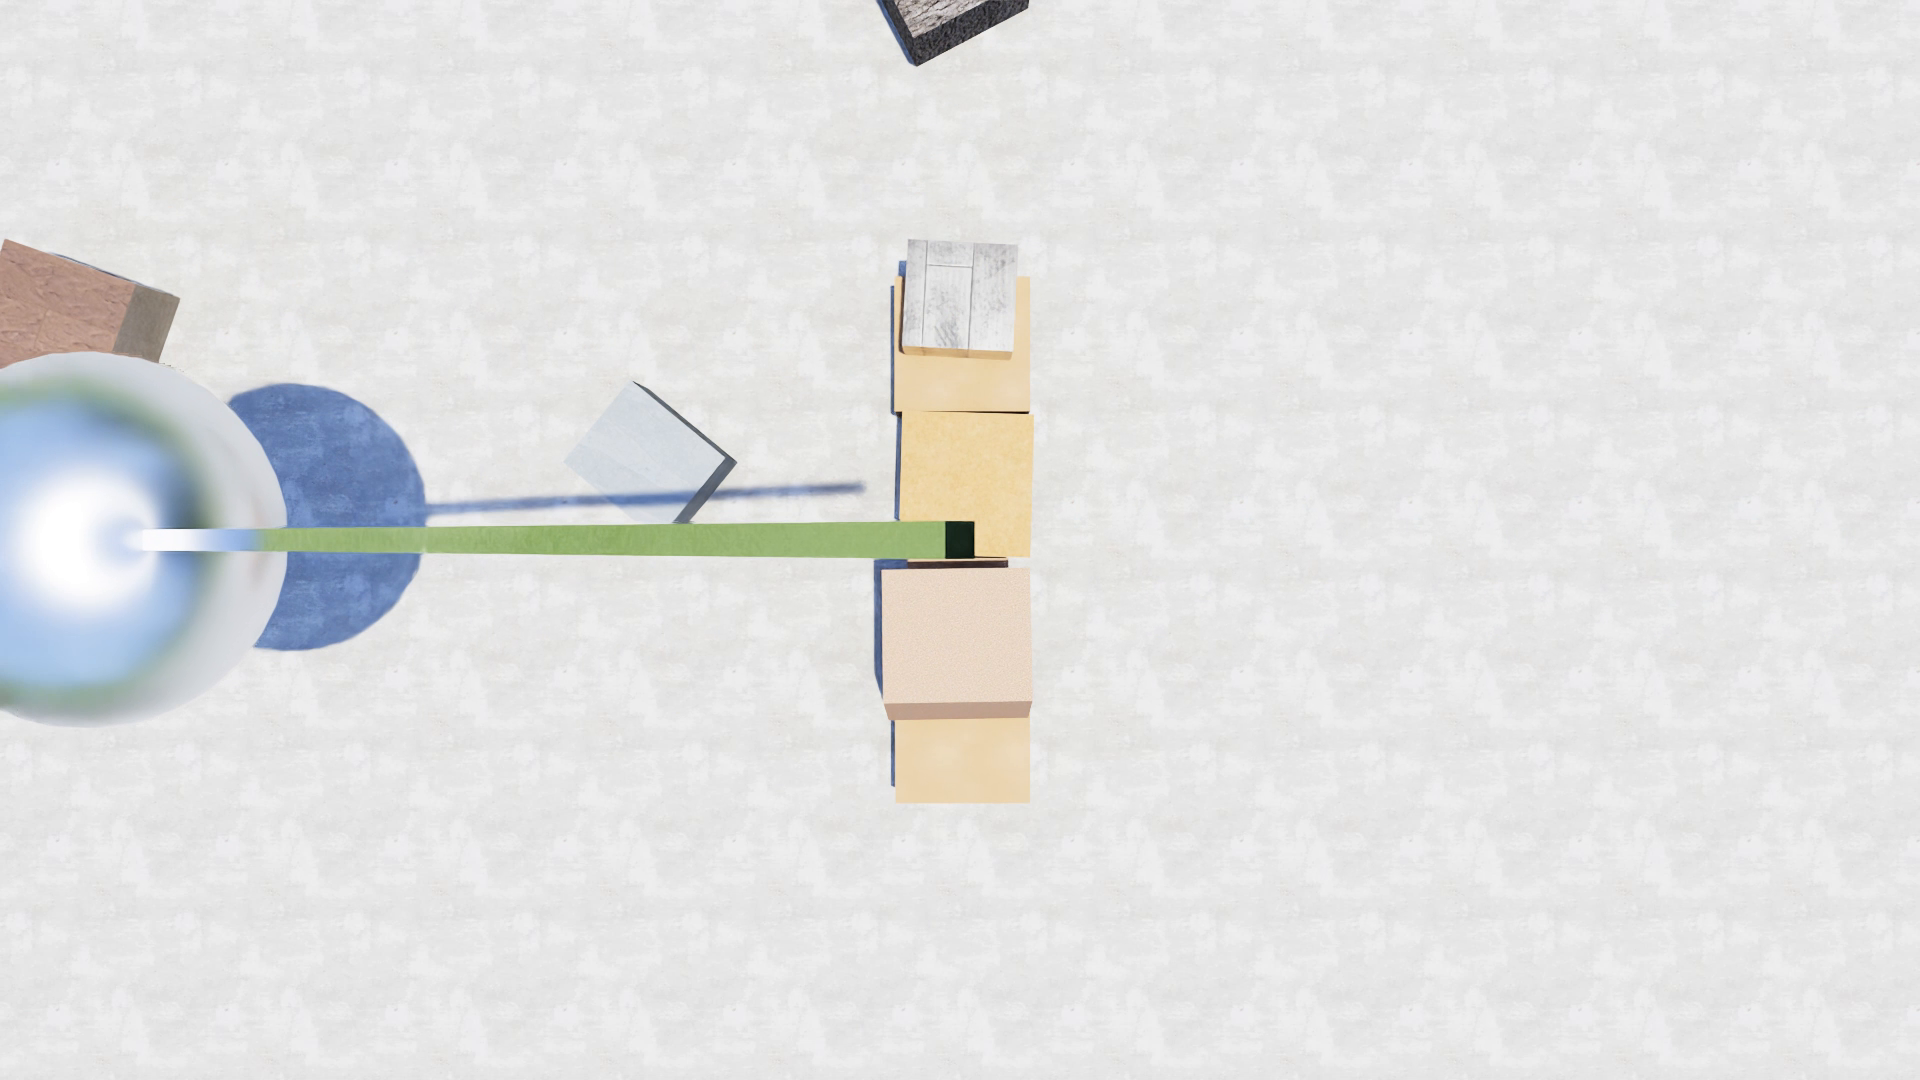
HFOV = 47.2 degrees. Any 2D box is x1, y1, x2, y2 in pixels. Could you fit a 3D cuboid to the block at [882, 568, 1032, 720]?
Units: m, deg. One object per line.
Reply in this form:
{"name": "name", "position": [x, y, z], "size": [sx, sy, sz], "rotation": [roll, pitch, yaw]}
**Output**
{"name": "block", "position": [-0.016, 0.575, 11.901], "size": [0.777, 0.879, 0.703], "rotation": [-1, 80, 0]}

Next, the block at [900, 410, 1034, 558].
{"name": "block", "position": [0.036, -0.310, 12.608], "size": [0.733, 0.784, 0.795], "rotation": [2, 90, 0]}

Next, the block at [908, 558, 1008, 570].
{"name": "block", "position": [-0.014, 0.410, 12.699], "size": [0.572, 0.602, 0.620], "rotation": [0, 90, 0]}

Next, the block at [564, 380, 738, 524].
{"name": "block", "position": [-1.764, -0.447, 12.640], "size": [0.686, 0.720, 0.594], "rotation": [39, 90, 0]}

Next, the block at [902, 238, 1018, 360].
{"name": "block", "position": [0.003, -1.310, 12.060], "size": [0.593, 0.596, 0.571], "rotation": [3, 90, 0]}

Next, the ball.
{"name": "ball", "position": [-3.685, 0.000, 9.337], "size": [1.600, 1.600, 1.600], "rotation": [0, 90, 0]}

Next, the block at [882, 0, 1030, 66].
{"name": "block", "position": [-0.104, -3.308, 12.632], "size": [0.747, 0.736, 0.767], "rotation": [-28, 90, 0]}

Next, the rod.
{"name": "rod", "position": [-1.597, 0.000, 6.654], "size": [0.080, 5.200, 0.080], "rotation": [0, 90, -38]}

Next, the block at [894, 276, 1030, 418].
{"name": "block", "position": [0.014, -1.102, 12.679], "size": [0.762, 0.642, 0.757], "rotation": [0, 90, 0]}

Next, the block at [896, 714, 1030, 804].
{"name": "block", "position": [0.015, 1.102, 12.660], "size": [0.755, 0.680, 0.748], "rotation": [0, 90, 0]}

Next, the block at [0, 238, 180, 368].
{"name": "block", "position": [-5.092, -1.214, 12.642], "size": [0.775, 0.716, 0.728], "rotation": [19, 90, 0]}
